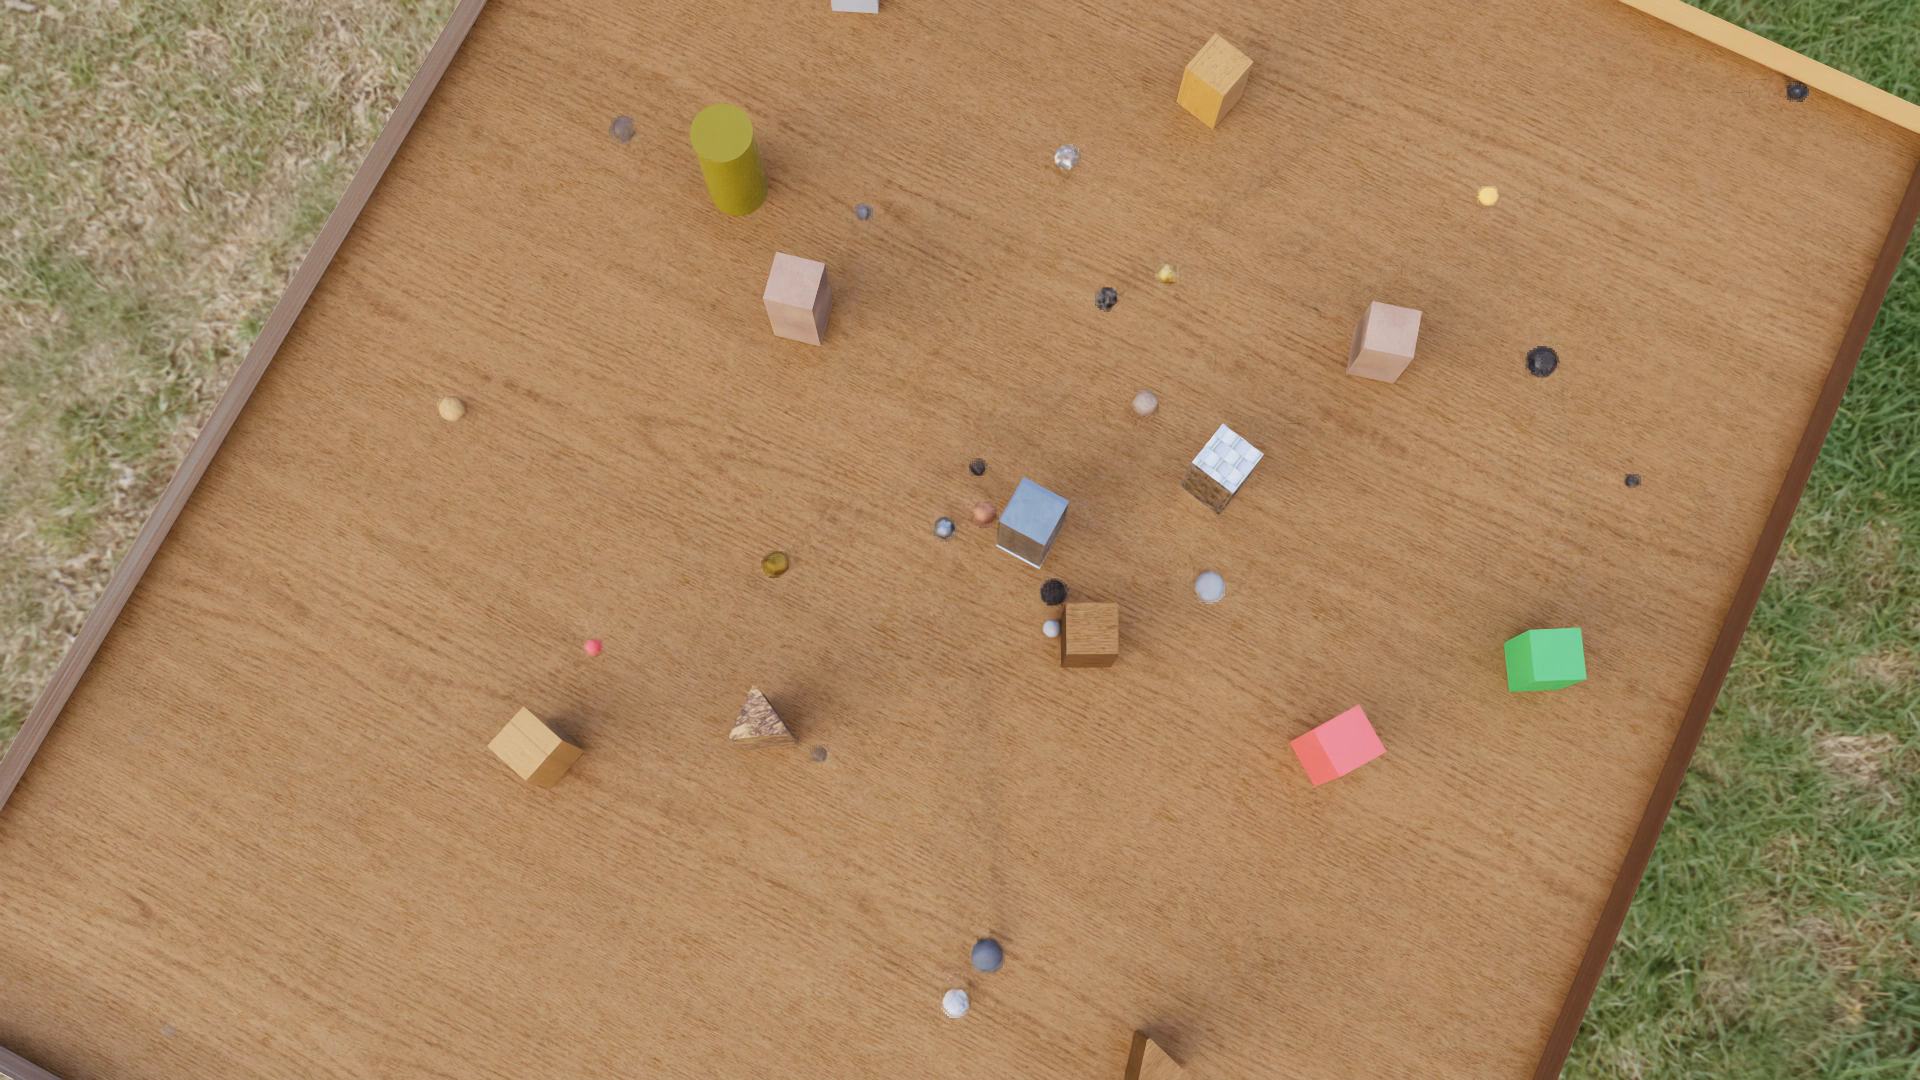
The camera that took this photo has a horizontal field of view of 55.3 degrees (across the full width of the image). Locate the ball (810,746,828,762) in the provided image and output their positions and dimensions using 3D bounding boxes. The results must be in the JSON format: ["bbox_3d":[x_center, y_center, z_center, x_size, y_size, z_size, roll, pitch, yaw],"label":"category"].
[{"bbox_3d":[-0.421,0.637,5.459,0.051,0.051,0.051,0,78,0],"label":"ball"}]

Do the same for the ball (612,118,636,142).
[{"bbox_3d":[-1.075,-1.310,5.850,0.074,0.074,0.074,0,78,0],"label":"ball"}]

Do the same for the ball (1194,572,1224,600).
[{"bbox_3d":[0.754,0.139,5.542,0.088,0.088,0.088,0,78,0],"label":"ball"}]

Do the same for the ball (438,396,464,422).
[{"bbox_3d":[-1.570,-0.406,5.660,0.079,0.079,0.079,0,78,0],"label":"ball"}]

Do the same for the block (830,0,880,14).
[{"bbox_3d":[-0.337,-1.820,5.860,0.150,0.260,0.150,4,78,1],"label":"block"}]

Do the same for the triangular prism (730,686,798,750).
[{"bbox_3d":[-0.571,0.515,5.322,0.162,0.368,0.141,-6,78,-1],"label":"triangular prism"}]

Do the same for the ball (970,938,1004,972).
[{"bbox_3d":[0.078,1.204,5.320,0.094,0.094,0.094,0,78,0],"label":"ball"}]

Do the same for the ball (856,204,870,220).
[{"bbox_3d":[-0.307,-1.039,5.808,0.046,0.046,0.046,0,78,0],"label":"ball"}]

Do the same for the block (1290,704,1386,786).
[{"bbox_3d":[1.089,0.598,5.303,0.150,0.372,0.150,-28,80,-5],"label":"block"}]

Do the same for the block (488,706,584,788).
[{"bbox_3d":[-1.229,0.606,5.328,0.150,0.318,0.150,40,81,8],"label":"block"}]

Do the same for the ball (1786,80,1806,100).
[{"bbox_3d":[2.686,-1.445,5.885,0.060,0.060,0.060,0,78,0],"label":"ball"}]

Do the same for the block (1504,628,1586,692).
[{"bbox_3d":[1.726,0.356,5.414,0.150,0.252,0.150,-3,78,-1],"label":"block"}]

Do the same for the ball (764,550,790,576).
[{"bbox_3d":[-0.556,0.071,5.562,0.078,0.078,0.078,0,78,0],"label":"ball"}]

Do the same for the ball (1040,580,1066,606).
[{"bbox_3d":[0.282,0.161,5.543,0.079,0.079,0.079,0,78,0],"label":"ball"}]

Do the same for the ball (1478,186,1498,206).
[{"bbox_3d":[1.675,-1.090,5.812,0.059,0.059,0.059,0,78,0],"label":"ball"}]

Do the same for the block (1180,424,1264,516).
[{"bbox_3d":[0.784,-0.209,5.506,0.150,0.300,0.150,38,81,7],"label":"block"}]

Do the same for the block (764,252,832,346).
[{"bbox_3d":[-0.491,-0.731,5.590,0.150,0.348,0.150,14,79,3],"label":"block"}]

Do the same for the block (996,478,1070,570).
[{"bbox_3d":[0.213,-0.047,5.443,0.150,0.359,0.150,28,80,6],"label":"block"}]

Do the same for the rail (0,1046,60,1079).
[{"bbox_3d":[-1.150,2.259,5.086,4.420,0.122,0.045,26,80,5],"label":"rail"}]

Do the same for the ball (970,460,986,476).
[{"bbox_3d":[0.055,-0.222,5.638,0.047,0.047,0.047,0,78,0],"label":"ball"}]

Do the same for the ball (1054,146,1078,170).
[{"bbox_3d":[0.338,-1.217,5.829,0.076,0.076,0.076,0,78,0],"label":"ball"}]

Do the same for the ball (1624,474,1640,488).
[{"bbox_3d":[2.066,-0.180,5.633,0.041,0.041,0.041,0,78,0],"label":"ball"}]

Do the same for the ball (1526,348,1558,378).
[{"bbox_3d":[1.805,-0.549,5.683,0.092,0.092,0.092,0,78,0],"label":"ball"}]

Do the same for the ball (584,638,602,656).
[{"bbox_3d":[-1.107,0.323,5.524,0.050,0.050,0.050,0,78,0],"label":"ball"}]

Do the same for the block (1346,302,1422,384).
[{"bbox_3d":[1.294,-0.602,5.606,0.150,0.264,0.150,12,79,2],"label":"block"}]

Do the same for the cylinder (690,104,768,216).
[{"bbox_3d":[-0.708,-1.165,5.642,0.187,0.421,0.187,0,78,0],"label":"cylinder"}]

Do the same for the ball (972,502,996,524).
[{"bbox_3d":[0.076,-0.082,5.597,0.072,0.072,0.072,0,78,0],"label":"ball"}]

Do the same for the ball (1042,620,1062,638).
[{"bbox_3d":[0.277,0.267,5.533,0.056,0.056,0.056,0,78,0],"label":"ball"}]

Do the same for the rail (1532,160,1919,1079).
[{"bbox_3d":[1.955,0.964,5.354,0.045,0.122,5.191,26,80,5],"label":"rail"}]

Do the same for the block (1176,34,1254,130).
[{"bbox_3d":[0.803,-1.446,5.790,0.150,0.246,0.150,39,81,7],"label":"block"}]

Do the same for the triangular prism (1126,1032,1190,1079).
[{"bbox_3d":[0.530,1.453,5.126,0.162,0.371,0.141,-16,79,-3],"label":"triangular prism"}]

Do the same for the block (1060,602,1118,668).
[{"bbox_3d":[0.380,0.283,5.411,0.150,0.287,0.150,0,78,0],"label":"block"}]

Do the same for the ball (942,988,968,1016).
[{"bbox_3d":[-0.012,1.337,5.302,0.075,0.075,0.075,0,78,0],"label":"ball"}]

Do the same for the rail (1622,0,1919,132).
[{"bbox_3d":[1.150,-2.246,6.018,4.420,0.122,0.045,26,80,5],"label":"rail"}]

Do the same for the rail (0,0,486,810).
[{"bbox_3d":[-1.955,-0.951,5.750,0.045,0.122,5.191,26,80,5],"label":"rail"}]

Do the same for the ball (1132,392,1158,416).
[{"bbox_3d":[0.573,-0.421,5.664,0.077,0.077,0.077,0,78,0],"label":"ball"}]

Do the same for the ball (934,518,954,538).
[{"bbox_3d":[-0.048,-0.035,5.591,0.063,0.063,0.063,0,78,0],"label":"ball"}]

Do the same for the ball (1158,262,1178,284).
[{"bbox_3d":[0.652,-0.839,5.757,0.065,0.065,0.065,0,78,0],"label":"ball"}]

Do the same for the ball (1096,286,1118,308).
[{"bbox_3d":[0.460,-0.758,5.738,0.068,0.068,0.068,0,78,0],"label":"ball"}]
